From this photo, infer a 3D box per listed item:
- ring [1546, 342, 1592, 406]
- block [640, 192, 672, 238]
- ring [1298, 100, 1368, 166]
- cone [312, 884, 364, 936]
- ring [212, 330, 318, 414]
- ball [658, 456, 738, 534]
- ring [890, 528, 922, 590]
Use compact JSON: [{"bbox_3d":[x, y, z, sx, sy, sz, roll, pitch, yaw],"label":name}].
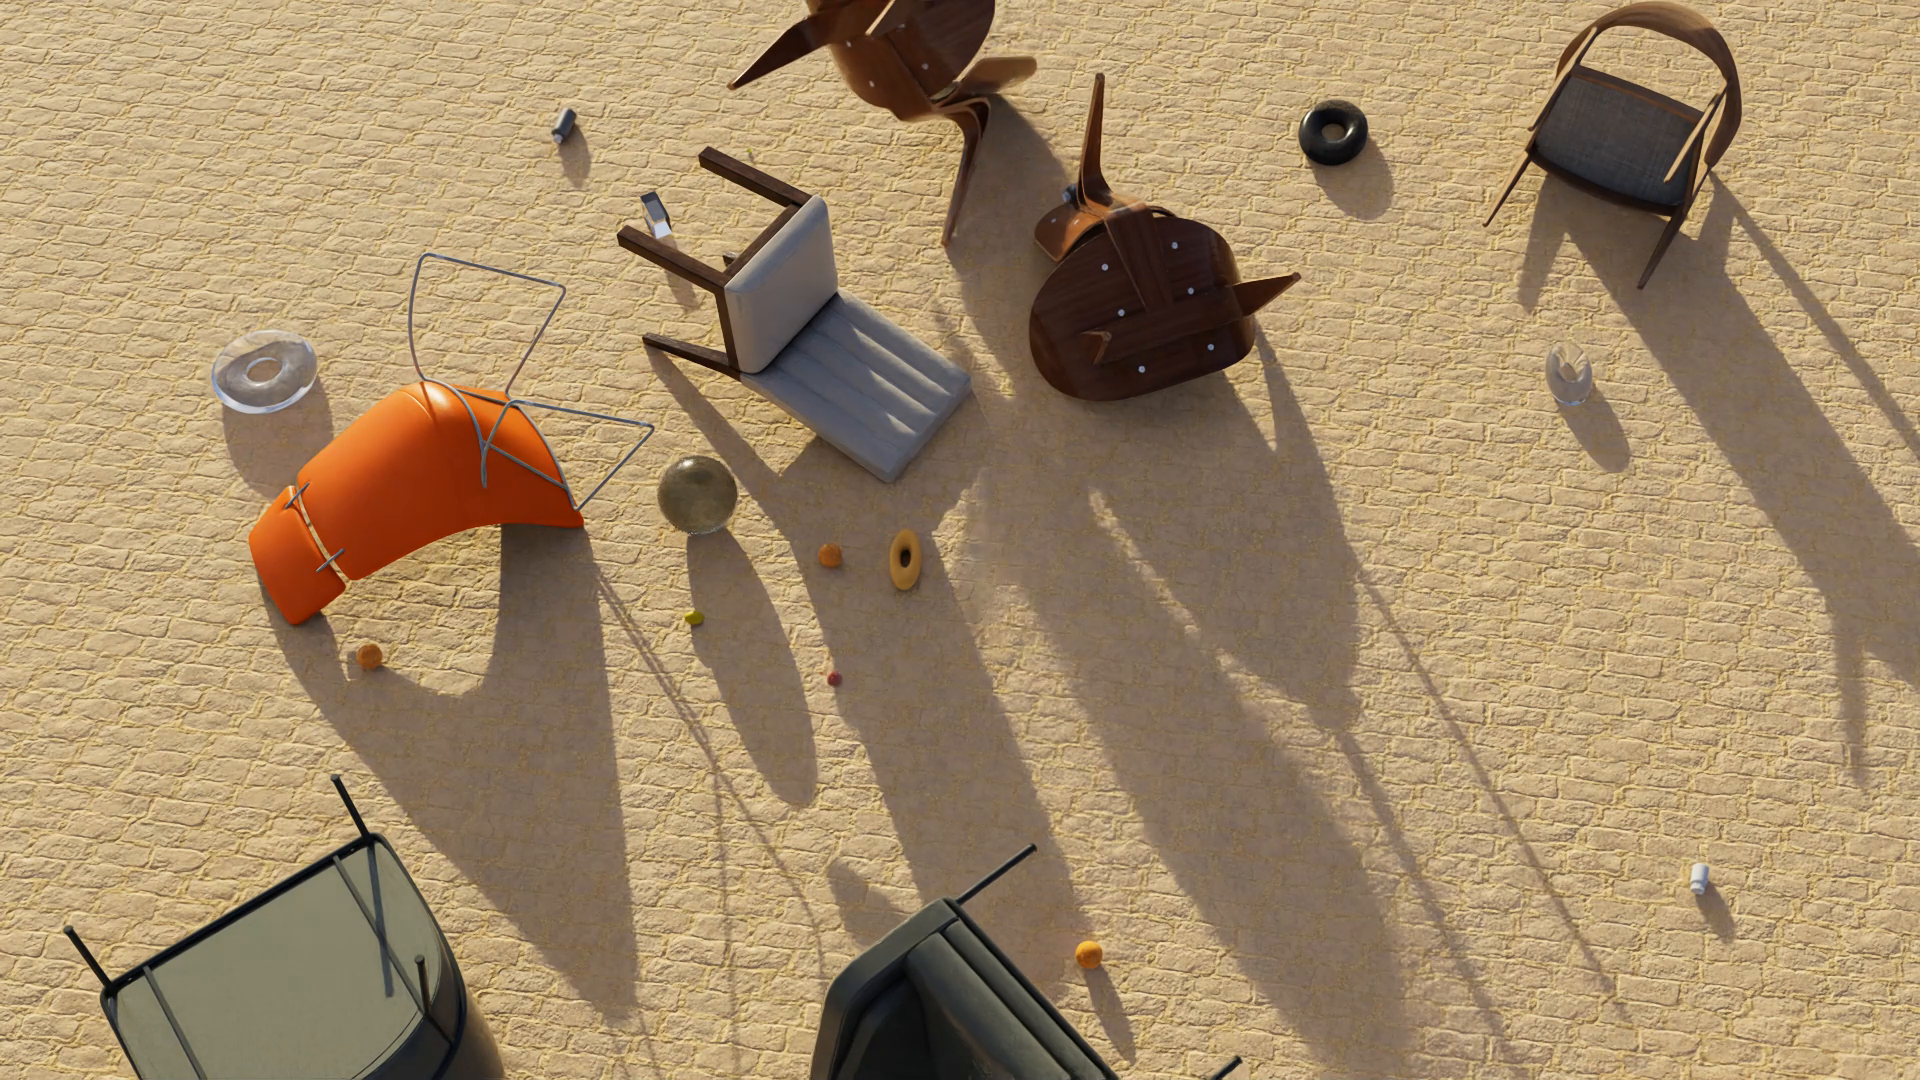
[{"bbox_3d":[1.905,-0.521,6.883,0.146,0.069,0.239,1,57,2],"label":"ring"},{"bbox_3d":[-1.002,-1.072,7.244,0.055,0.081,0.125,-22,59,-14],"label":"block"},{"bbox_3d":[1.267,-1.385,7.465,0.234,0.063,0.305,15,57,11],"label":"ring"},{"bbox_3d":[-1.682,0.991,5.883,0.126,0.088,0.150,-6,46,20],"label":"cone"},{"bbox_3d":[-2.175,-0.529,6.879,0.328,0.084,0.324,-26,59,-17],"label":"ring"},{"bbox_3d":[-0.778,-0.133,6.521,0.236,0.236,0.236,0,56,0],"label":"ball"},{"bbox_3d":[-0.161,0.057,6.502,0.095,0.057,0.213,1,56,3],"label":"ring"}]
